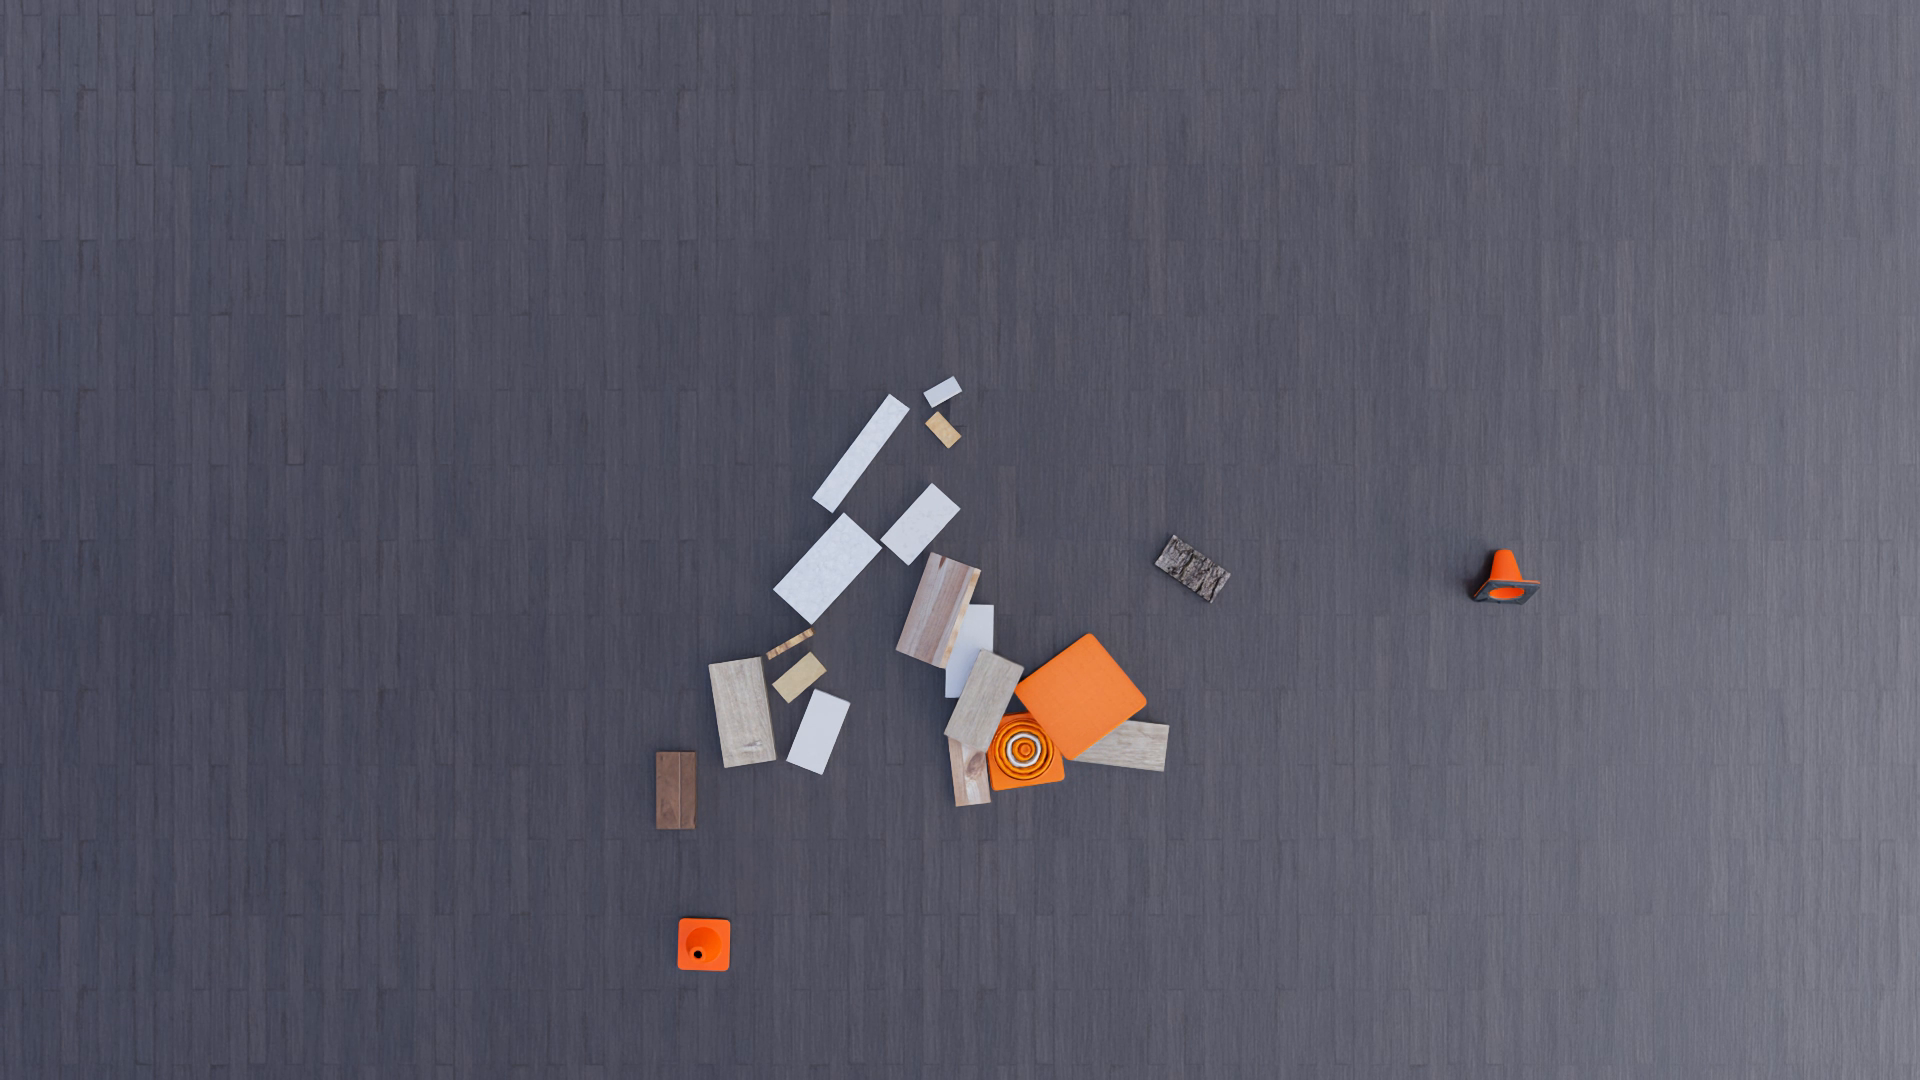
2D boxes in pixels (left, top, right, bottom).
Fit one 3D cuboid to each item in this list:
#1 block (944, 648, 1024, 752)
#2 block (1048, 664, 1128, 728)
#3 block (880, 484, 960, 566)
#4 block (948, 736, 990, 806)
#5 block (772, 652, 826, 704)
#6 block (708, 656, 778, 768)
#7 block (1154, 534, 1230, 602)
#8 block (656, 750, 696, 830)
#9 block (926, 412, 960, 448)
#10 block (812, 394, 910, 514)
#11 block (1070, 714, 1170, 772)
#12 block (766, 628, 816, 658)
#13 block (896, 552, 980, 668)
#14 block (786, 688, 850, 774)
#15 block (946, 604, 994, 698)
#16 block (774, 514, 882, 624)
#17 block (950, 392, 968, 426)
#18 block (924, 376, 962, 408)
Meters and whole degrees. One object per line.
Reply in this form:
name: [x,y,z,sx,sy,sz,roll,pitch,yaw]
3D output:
block: [0.079,0.527,5.435,0.154,0.044,0.308,24,92,-1]
block: [0.423,0.513,5.459,0.231,0.033,0.116,-27,62,0]
block: [-0.132,-0.052,5.482,0.127,0.036,0.255,42,90,0]
block: [0.031,0.762,5.484,0.116,0.033,0.231,-7,90,0]
block: [-0.534,0.457,5.488,0.167,0.024,0.084,-41,90,0]
block: [-0.720,0.570,5.476,0.172,0.049,0.345,-9,90,0]
block: [0.771,0.096,5.484,0.231,0.033,0.116,34,90,0]
block: [-0.943,0.831,5.482,0.127,0.036,0.255,0,90,0]
block: [-0.056,-0.366,5.484,0.057,0.016,0.114,-43,90,18]
block: [-0.329,-0.287,5.488,0.084,0.024,0.430,37,90,0]
block: [0.530,0.671,5.478,0.308,0.044,0.154,7,90,0]
block: [-0.559,0.341,5.458,0.167,0.084,0.024,-30,90,0]
block: [-0.072,0.231,5.440,0.172,0.049,0.345,20,90,27]
block: [-0.470,0.636,5.482,0.127,0.036,0.255,22,90,0]
block: [0.031,0.368,5.478,0.154,0.044,0.308,1,90,0]
block: [-0.437,0.095,5.476,0.172,0.049,0.345,43,90,0]
block: [-0.004,-0.436,5.492,0.057,0.016,0.114,0,90,0]
block: [-0.057,-0.492,5.480,0.114,0.016,0.057,-29,63,0]
